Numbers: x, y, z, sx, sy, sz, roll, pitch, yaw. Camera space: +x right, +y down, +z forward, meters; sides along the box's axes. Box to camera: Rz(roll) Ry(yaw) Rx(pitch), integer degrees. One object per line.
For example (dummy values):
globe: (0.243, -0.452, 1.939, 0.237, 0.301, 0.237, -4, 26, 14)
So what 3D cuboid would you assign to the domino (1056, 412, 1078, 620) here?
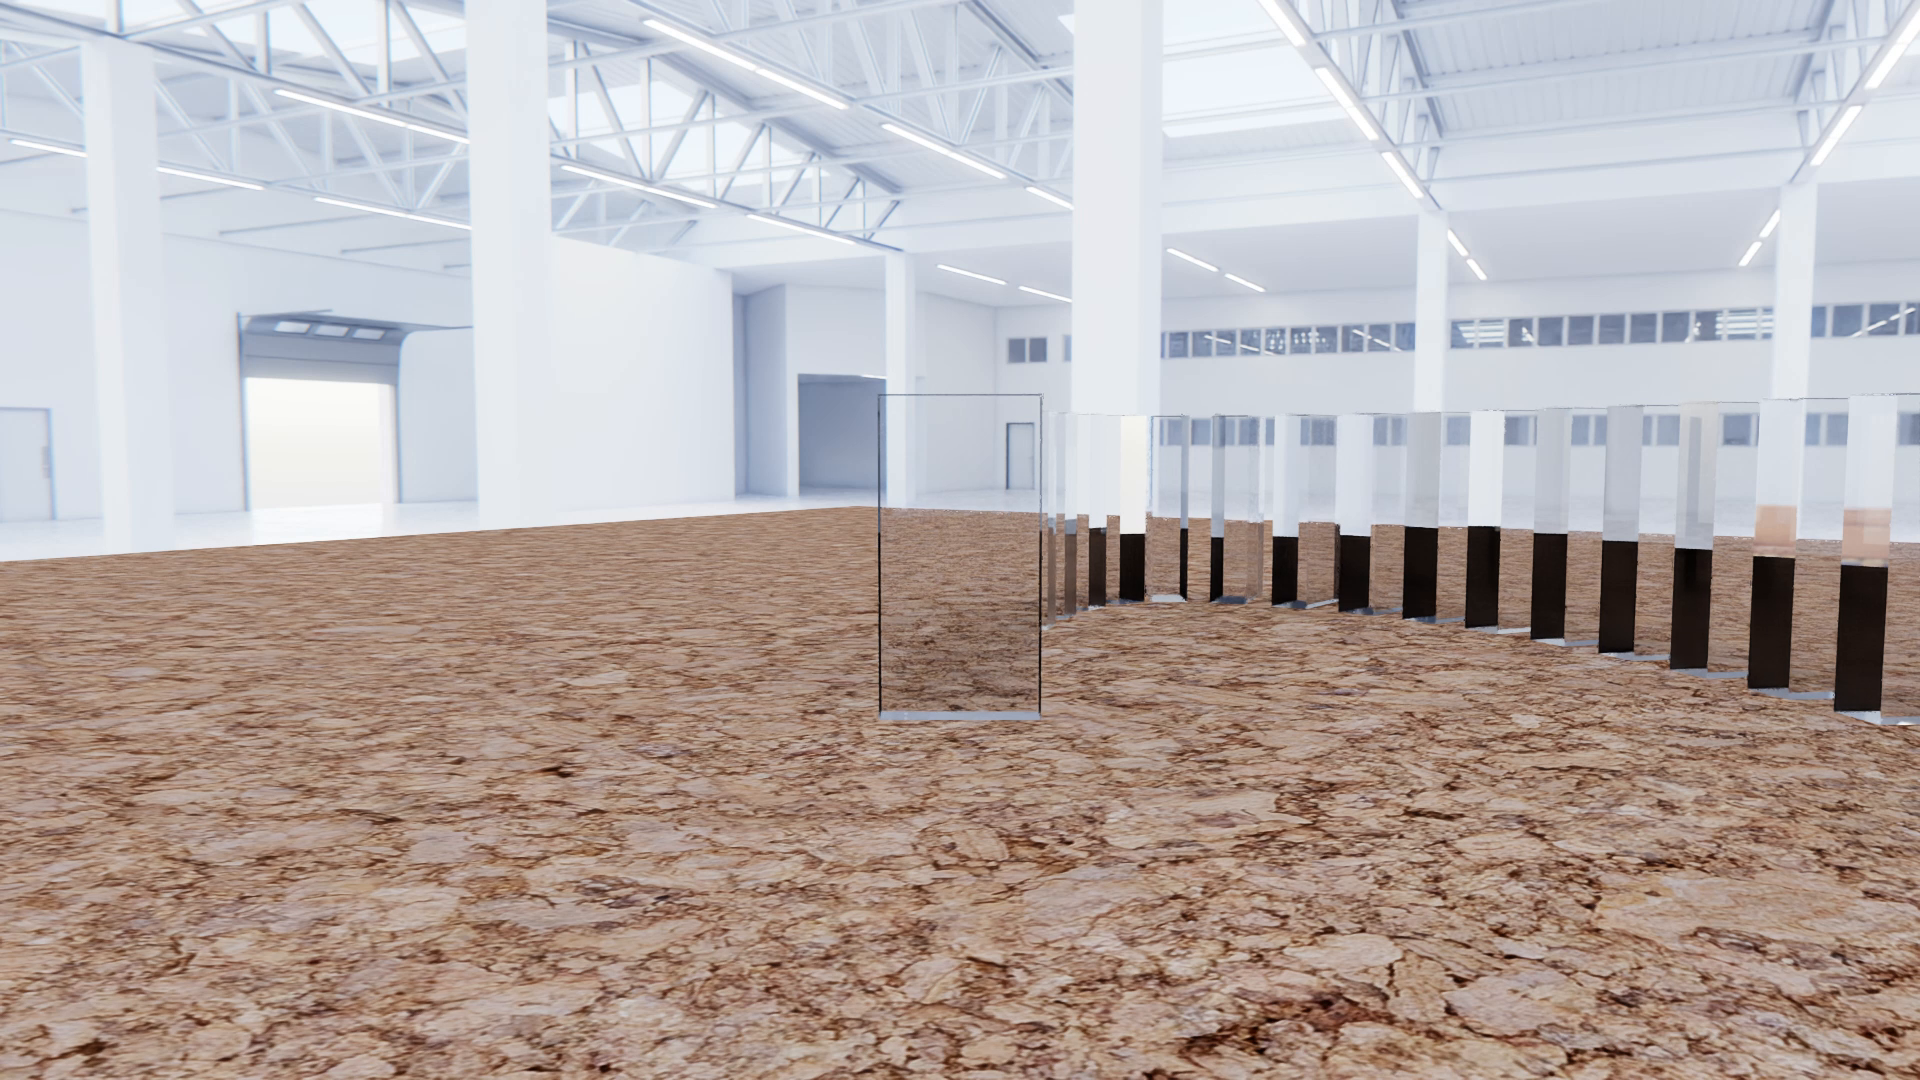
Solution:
domino: (0.016, -0.006, 0.319, 0.025, 0.050, 0.010, 2, 5, 23)

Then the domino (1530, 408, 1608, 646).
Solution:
domino: (0.137, -0.003, 0.276, 0.025, 0.050, 0.009, -1, 5, -19)

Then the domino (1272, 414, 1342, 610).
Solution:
domino: (0.093, -0.008, 0.341, 0.010, 0.050, 0.025, 3, 6, 39)

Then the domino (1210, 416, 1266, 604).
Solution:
domino: (0.076, -0.009, 0.352, 0.010, 0.050, 0.025, 2, 5, 23)

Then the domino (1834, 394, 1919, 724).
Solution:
domino: (0.152, 0.003, 0.198, 0.025, 0.050, 0.009, 0, 4, -4)

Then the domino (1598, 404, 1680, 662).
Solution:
domino: (0.143, -0.002, 0.257, 0.025, 0.050, 0.009, -1, 4, -14)

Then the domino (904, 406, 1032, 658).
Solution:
domino: (0.002, -0.002, 0.261, 0.025, 0.050, 0.010, 0, 4, 6)

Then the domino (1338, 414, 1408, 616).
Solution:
domino: (0.108, -0.007, 0.328, 0.025, 0.050, 0.009, -4, 6, -44)

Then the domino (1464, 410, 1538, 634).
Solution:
domino: (0.130, -0.005, 0.295, 0.025, 0.050, 0.009, -2, 5, -24)

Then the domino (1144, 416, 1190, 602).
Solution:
domino: (0.057, -0.009, 0.357, 0.009, 0.050, 0.025, 0, 4, 3)

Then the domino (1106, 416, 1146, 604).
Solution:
domino: (0.038, -0.009, 0.351, 0.009, 0.050, 0.025, -3, 5, -38)

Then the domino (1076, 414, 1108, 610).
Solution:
domino: (0.025, -0.008, 0.336, 0.025, 0.050, 0.010, 3, 5, 34)

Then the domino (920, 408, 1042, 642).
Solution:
domino: (0.005, -0.003, 0.280, 0.025, 0.050, 0.009, 1, 4, 11)

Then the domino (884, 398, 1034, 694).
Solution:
domino: (0.000, 0.001, 0.221, 0.025, 0.050, 0.009, 0, 4, 0)

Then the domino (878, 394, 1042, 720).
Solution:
domino: (0.000, 0.002, 0.201, 0.025, 0.050, 0.010, 0, 4, 0)

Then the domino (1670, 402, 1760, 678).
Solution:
domino: (0.147, 0.000, 0.238, 0.025, 0.050, 0.009, -1, 4, -10)

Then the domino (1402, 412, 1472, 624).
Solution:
domino: (0.121, -0.006, 0.312, 0.025, 0.050, 0.009, -3, 5, -33)

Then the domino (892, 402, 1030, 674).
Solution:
domino: (0.000, 0.000, 0.241, 0.025, 0.050, 0.010, 0, 4, 2)

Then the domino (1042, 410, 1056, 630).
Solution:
domino: (0.009, -0.005, 0.300, 0.025, 0.050, 0.009, 1, 4, 15)

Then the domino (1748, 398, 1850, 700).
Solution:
domino: (0.150, 0.001, 0.218, 0.025, 0.050, 0.009, 0, 4, -6)
